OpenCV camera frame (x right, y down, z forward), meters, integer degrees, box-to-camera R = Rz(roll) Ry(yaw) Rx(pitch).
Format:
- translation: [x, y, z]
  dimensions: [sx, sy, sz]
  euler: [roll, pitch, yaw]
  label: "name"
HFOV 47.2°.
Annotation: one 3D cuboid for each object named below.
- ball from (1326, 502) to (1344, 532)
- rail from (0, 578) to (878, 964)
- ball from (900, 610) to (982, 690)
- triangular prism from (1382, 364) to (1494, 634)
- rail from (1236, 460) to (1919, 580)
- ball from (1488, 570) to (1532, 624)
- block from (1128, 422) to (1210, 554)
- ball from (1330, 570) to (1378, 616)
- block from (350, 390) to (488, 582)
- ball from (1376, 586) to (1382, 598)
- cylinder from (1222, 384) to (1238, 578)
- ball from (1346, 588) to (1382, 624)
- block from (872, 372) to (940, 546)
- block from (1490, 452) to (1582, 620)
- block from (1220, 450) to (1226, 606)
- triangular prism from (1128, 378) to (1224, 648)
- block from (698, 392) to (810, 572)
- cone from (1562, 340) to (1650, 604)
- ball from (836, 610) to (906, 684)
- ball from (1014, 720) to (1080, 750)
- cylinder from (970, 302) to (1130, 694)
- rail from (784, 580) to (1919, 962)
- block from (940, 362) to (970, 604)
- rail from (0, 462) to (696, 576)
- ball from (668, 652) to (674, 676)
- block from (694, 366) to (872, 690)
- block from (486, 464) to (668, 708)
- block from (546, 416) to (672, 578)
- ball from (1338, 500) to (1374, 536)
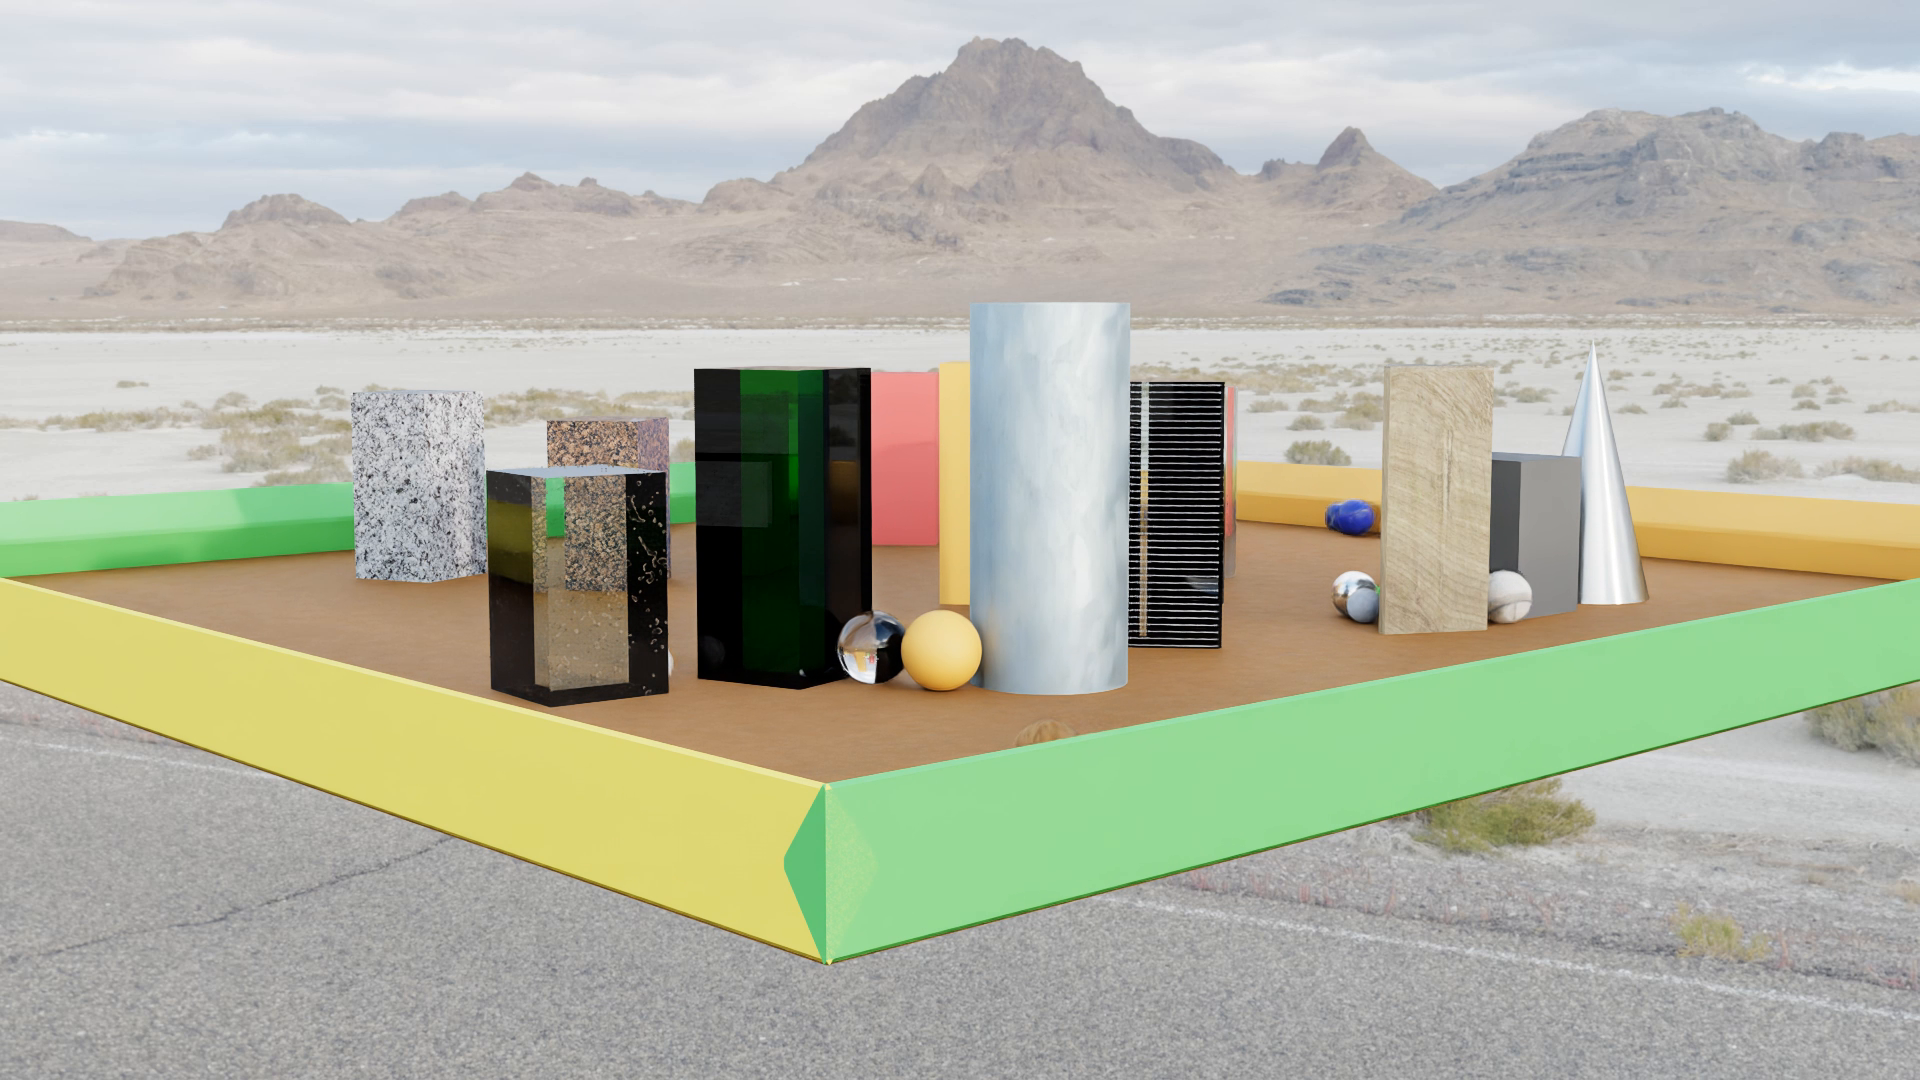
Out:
- translation: [0.758, -0.045, 4.370]
  dimensions: [0.060, 0.060, 0.060]
  euler: [0, 6, 0]
  label: "ball"
- translation: [-0.956, 0.125, 2.455]
  dimensions: [0.045, 0.123, 2.605]
  euler: [-6, 8, -42]
  label: "rail"
- translation: [-0.022, 0.129, 2.563]
  dimensions: [0.095, 0.095, 0.095]
  euler: [0, 6, 0]
  label: "ball"
- translation: [0.634, -0.062, 3.079]
  dimensions: [0.164, 0.365, 0.142]
  euler: [-2, 6, -17]
  label: "triangular prism"
- translation: [0.956, -0.061, 4.210]
  dimensions: [0.045, 0.123, 2.605]
  euler: [-6, 8, -42]
  label: "rail"
- translation: [0.769, 0.081, 3.108]
  dimensions: [0.076, 0.076, 0.076]
  euler: [0, 6, 0]
  label: "ball"
- translation: [0.371, -0.099, 4.066]
  dimensions: [0.151, 0.231, 0.151]
  euler: [2, 6, 16]
  label: "block"
- translation: [0.568, 0.078, 3.174]
  dimensions: [0.067, 0.067, 0.067]
  euler: [0, 6, 0]
  label: "ball"
- translation: [-0.898, -0.093, 3.656]
  dimensions: [0.151, 0.306, 0.151]
  euler: [3, 7, 26]
  label: "block"
- translation: [0.604, 0.085, 3.239]
  dimensions: [0.040, 0.040, 0.040]
  euler: [0, 6, 0]
  label: "ball"
- translation: [0.368, -0.100, 3.676]
  dimensions: [0.189, 0.315, 0.189]
  euler: [0, 6, 0]
  label: "cylinder"
- translation: [0.573, 0.093, 3.115]
  dimensions: [0.050, 0.050, 0.050]
  euler: [0, 6, 0]
  label: "ball"
- translation: [-0.113, -0.158, 4.201]
  dimensions: [0.151, 0.321, 0.151]
  euler: [1, 6, 6]
  label: "block"
- translation: [0.803, -0.009, 3.237]
  dimensions: [0.151, 0.227, 0.151]
  euler: [-5, 8, -41]
  label: "block"
- translation: [0.295, -0.016, 3.273]
  dimensions: [0.151, 0.232, 0.151]
  euler: [3, 7, 28]
  label: "block"
- translation: [0.269, -0.040, 2.944]
  dimensions: [0.164, 0.349, 0.142]
  euler: [1, 6, 7]
  label: "triangular prism"
- translation: [-0.353, -0.102, 3.794]
  dimensions: [0.151, 0.295, 0.151]
  euler: [1, 6, 12]
  label: "block"
- translation: [0.969, -0.110, 3.387]
  dimensions: [0.189, 0.396, 0.189]
  euler: [0, 6, 0]
  label: "cone"
- translation: [-0.103, 0.127, 2.612]
  dimensions: [0.087, 0.087, 0.087]
  euler: [0, 6, 0]
  label: "ball"
- translation: [0.083, 0.199, 2.031]
  dimensions: [0.066, 0.066, 0.066]
  euler: [0, 6, 0]
  label: "ball"
- translation: [0.106, -0.055, 2.608]
  dimensions: [0.189, 0.450, 0.189]
  euler: [0, 6, 0]
  label: "cylinder"
- translation: [0.867, 0.131, 2.398]
  dimensions: [2.650, 0.123, 0.045]
  euler: [-6, 8, -42]
  label: "rail"
- translation: [0.055, -0.090, 3.360]
  dimensions: [0.151, 0.362, 0.151]
  euler: [1, 6, 8]
  label: "block"
- translation: [-0.867, -0.067, 4.267]
  dimensions: [2.650, 0.123, 0.045]
  euler: [-6, 8, -42]
  label: "rail"
- translation: [-0.364, 0.147, 2.618]
  dimensions: [0.046, 0.046, 0.046]
  euler: [0, 6, 0]
  label: "ball"
- translation: [-0.212, -0.021, 2.654]
  dimensions: [0.151, 0.373, 0.151]
  euler: [4, 7, 32]
  label: "block"
- translation: [-0.444, 0.048, 2.549]
  dimensions: [0.151, 0.257, 0.151]
  euler: [-5, 8, -37]
  label: "block"
- translation: [-0.567, -0.064, 3.565]
  dimensions: [0.151, 0.266, 0.151]
  euler: [1, 6, 11]
  label: "block"
- translation: [0.775, -0.044, 4.304]
  dimensions: [0.072, 0.072, 0.072]
  euler: [0, 6, 0]
  label: "ball"
